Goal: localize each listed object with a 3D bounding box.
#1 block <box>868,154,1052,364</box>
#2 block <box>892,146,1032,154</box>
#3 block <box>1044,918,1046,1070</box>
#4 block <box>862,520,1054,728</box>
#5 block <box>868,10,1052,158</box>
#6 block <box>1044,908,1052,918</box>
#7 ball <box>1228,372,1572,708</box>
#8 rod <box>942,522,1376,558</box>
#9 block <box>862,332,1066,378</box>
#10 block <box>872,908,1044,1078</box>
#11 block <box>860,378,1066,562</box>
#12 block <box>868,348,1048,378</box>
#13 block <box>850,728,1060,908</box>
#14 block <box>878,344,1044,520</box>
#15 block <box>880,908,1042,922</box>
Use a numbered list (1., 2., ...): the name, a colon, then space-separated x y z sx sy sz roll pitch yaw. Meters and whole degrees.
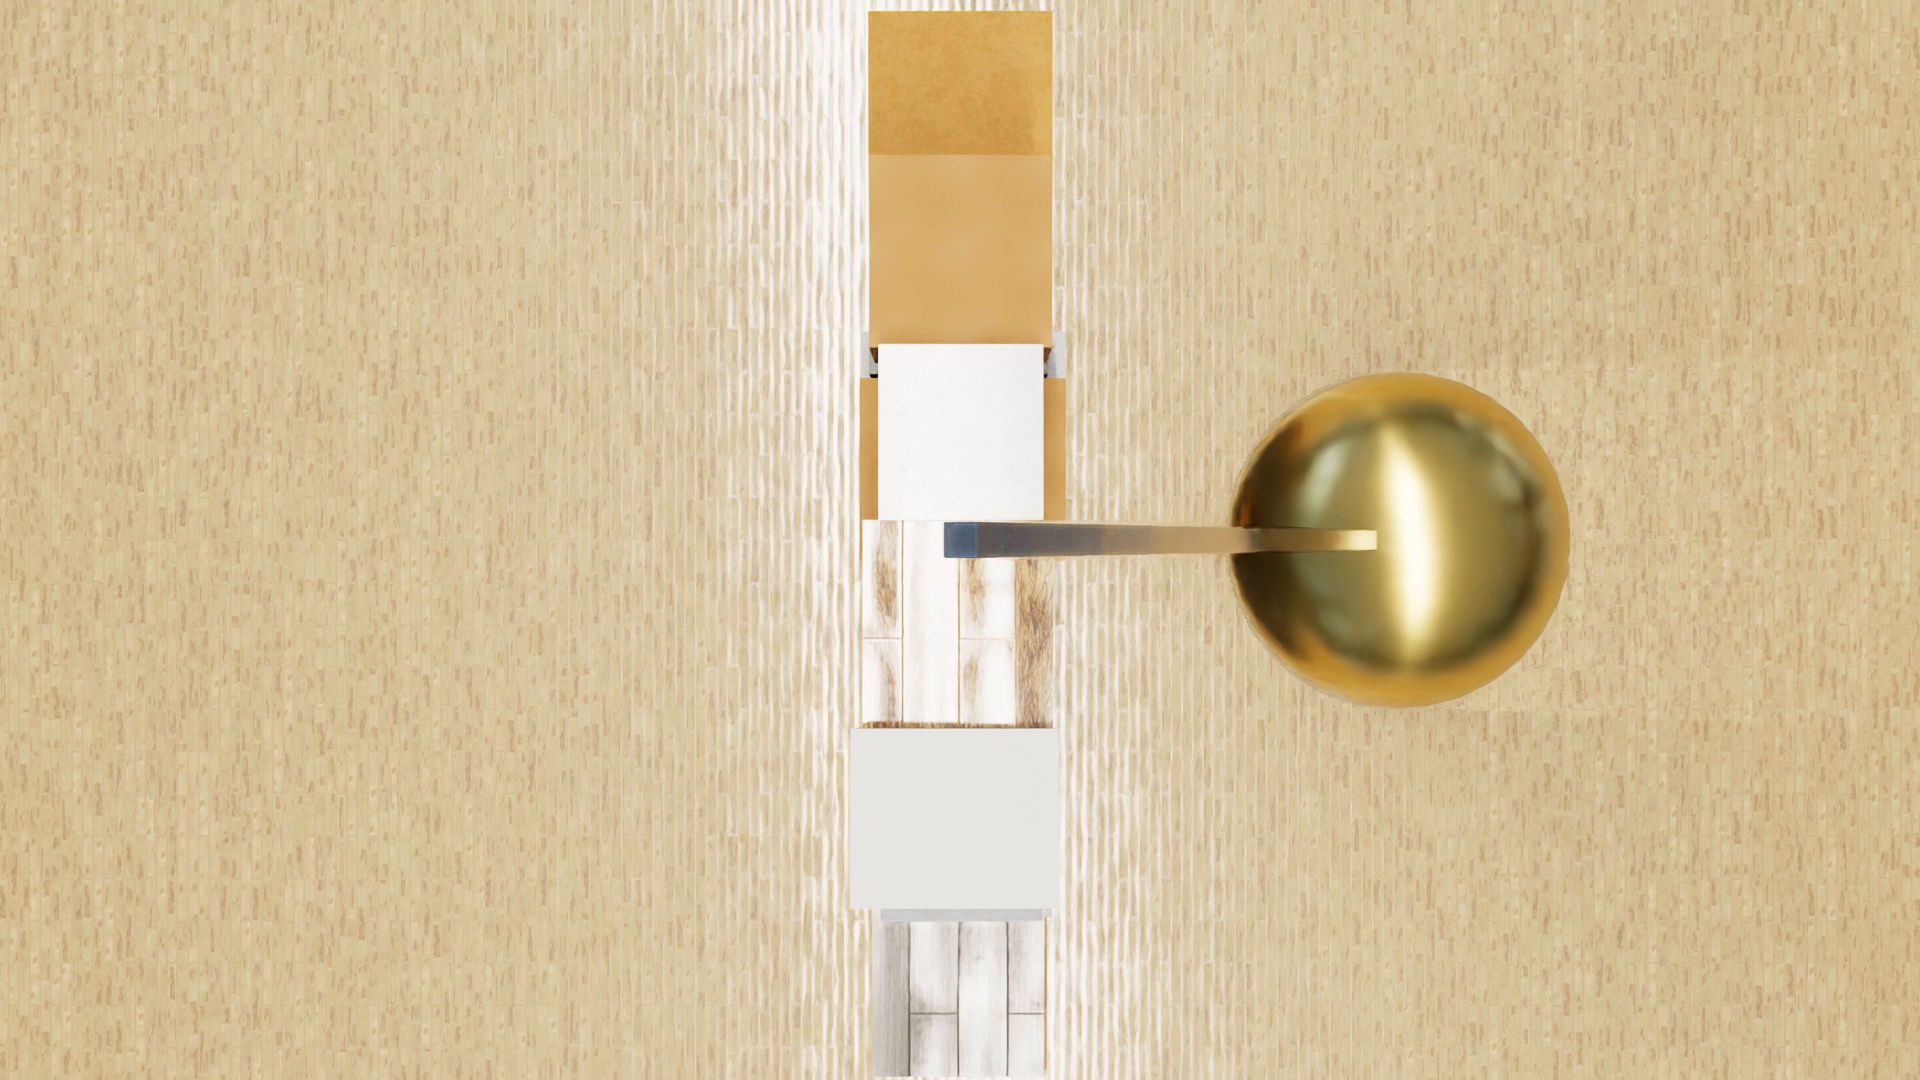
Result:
1. block: 0.003 -1.282 10.156 0.817 0.711 0.861 0 89 0
2. block: 0.007 -1.573 10.852 0.669 0.669 0.611 0 89 0
3. block: 0.006 2.494 12.546 0.945 0.909 0.833 0 90 0
4. block: -0.008 0.383 10.088 0.841 0.775 0.918 0 88 0
5. block: 0.002 -2.228 11.691 0.943 0.934 0.947 0 90 0
6. block: 0.017 1.509 12.527 0.978 0.946 1.117 0 90 0
7. ball: 2.074 0.000 10.448 1.600 1.600 1.600 0 90 0
8. rod: 0.899 0.000 7.258 0.080 5.200 0.080 0 90 20
9. block: 0.017 -0.601 12.536 1.118 0.929 1.086 0 90 0
10. block: -0.009 2.264 11.639 0.877 0.853 0.913 0 93 0
11. block: 0.014 -0.359 11.643 1.054 0.857 0.932 0 90 0
12. block: -0.008 -1.291 11.627 0.910 0.893 0.911 0 89 0
13. block: -0.023 1.228 9.875 0.891 0.953 0.764 0 85 0
14. block: 0.004 -0.467 10.079 0.724 0.836 0.772 0 89 0
15. block: 0.007 1.395 10.800 0.760 0.884 0.912 0 82 0
